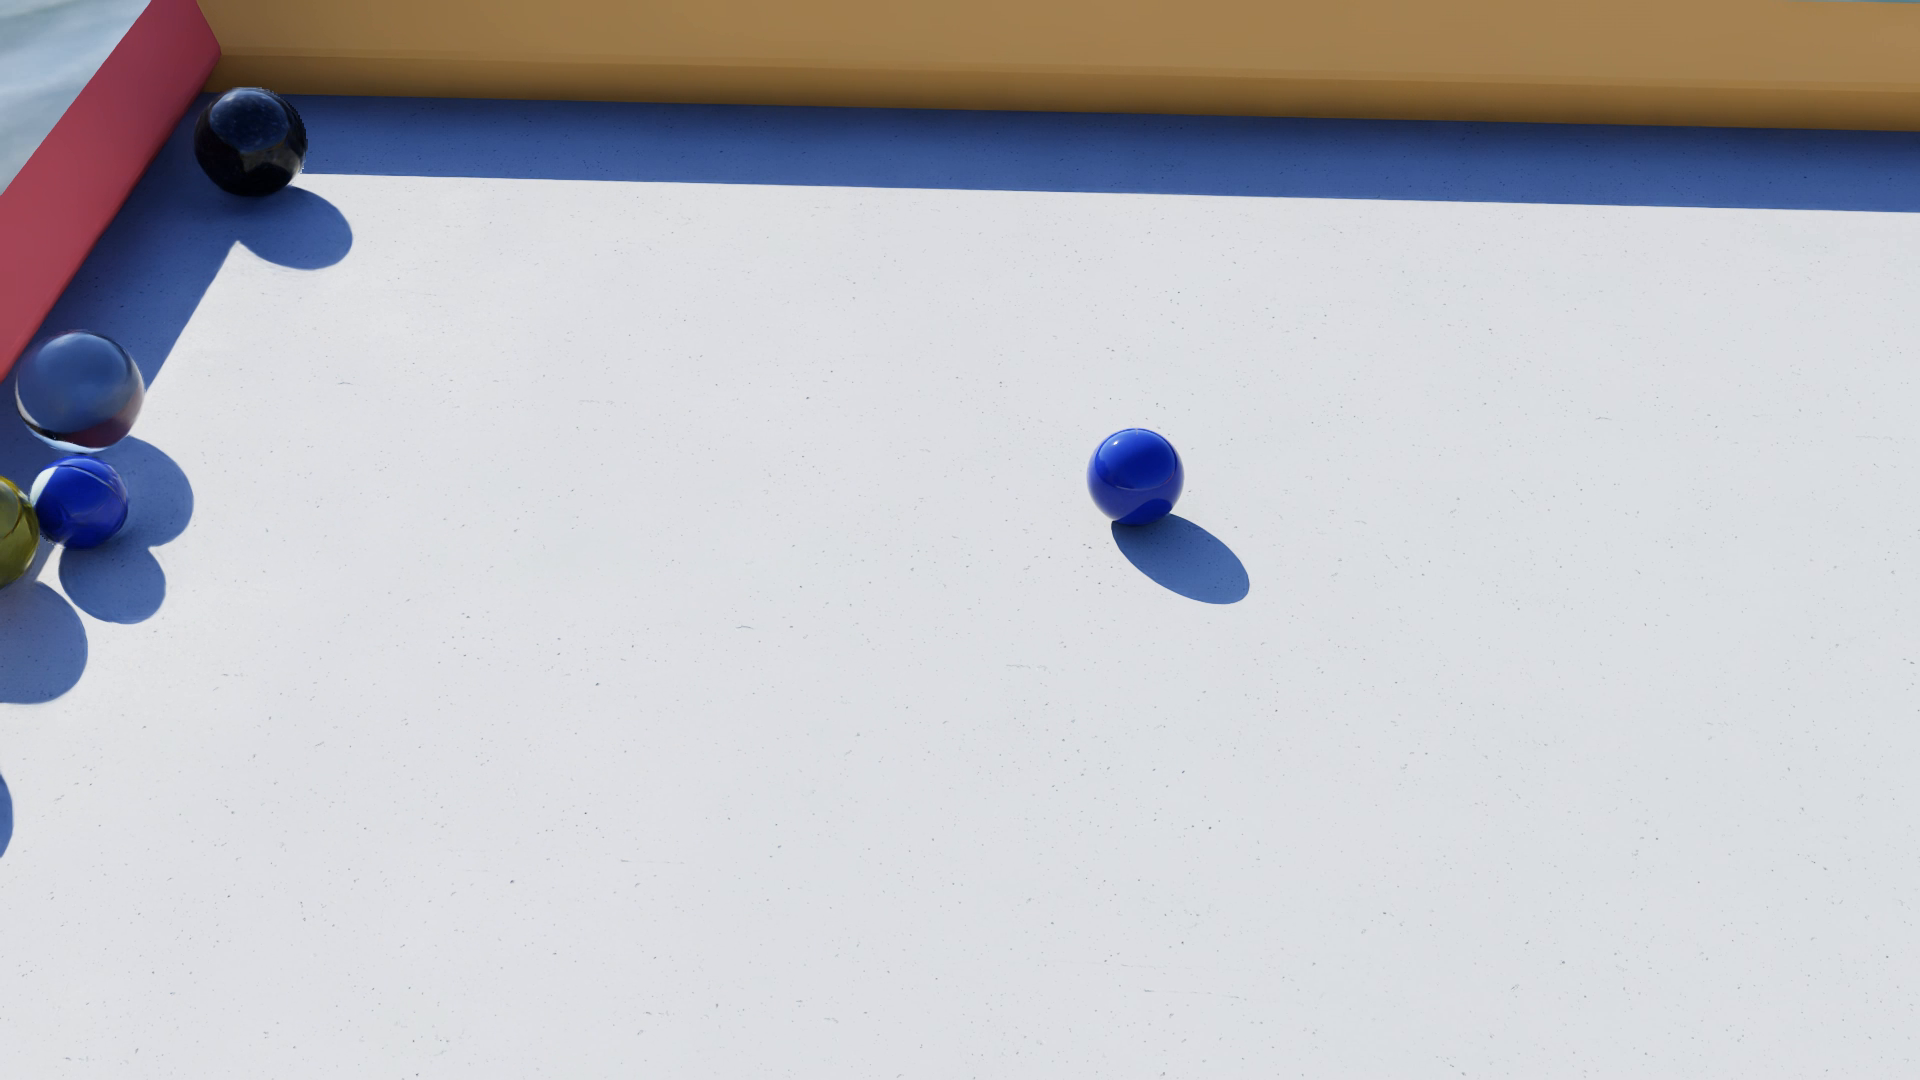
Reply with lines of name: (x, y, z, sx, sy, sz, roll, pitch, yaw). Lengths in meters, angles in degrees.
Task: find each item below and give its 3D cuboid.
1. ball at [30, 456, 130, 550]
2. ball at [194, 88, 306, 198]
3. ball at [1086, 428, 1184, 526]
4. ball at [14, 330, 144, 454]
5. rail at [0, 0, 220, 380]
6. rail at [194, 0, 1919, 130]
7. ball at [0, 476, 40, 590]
ball: (-0.638, -0.027, 1.859, 0.068, 0.068, 0.068, 0, 35, 0)
ball: (-0.638, -0.357, 2.304, 0.097, 0.097, 0.097, 0, 35, 0)
ball: (0.129, -0.046, 1.883, 0.073, 0.073, 0.073, 0, 35, 0)
ball: (-0.672, -0.113, 1.959, 0.094, 0.094, 0.094, 0, 35, 0)
rail: (-0.761, -0.040, 1.824, 0.045, 0.127, 1.572, 2, 35, 2)
rail: (0.824, -0.431, 2.381, 3.142, 0.127, 0.045, 2, 35, 2)
ball: (-0.697, -0.005, 1.807, 0.091, 0.091, 0.091, 0, 35, 0)
